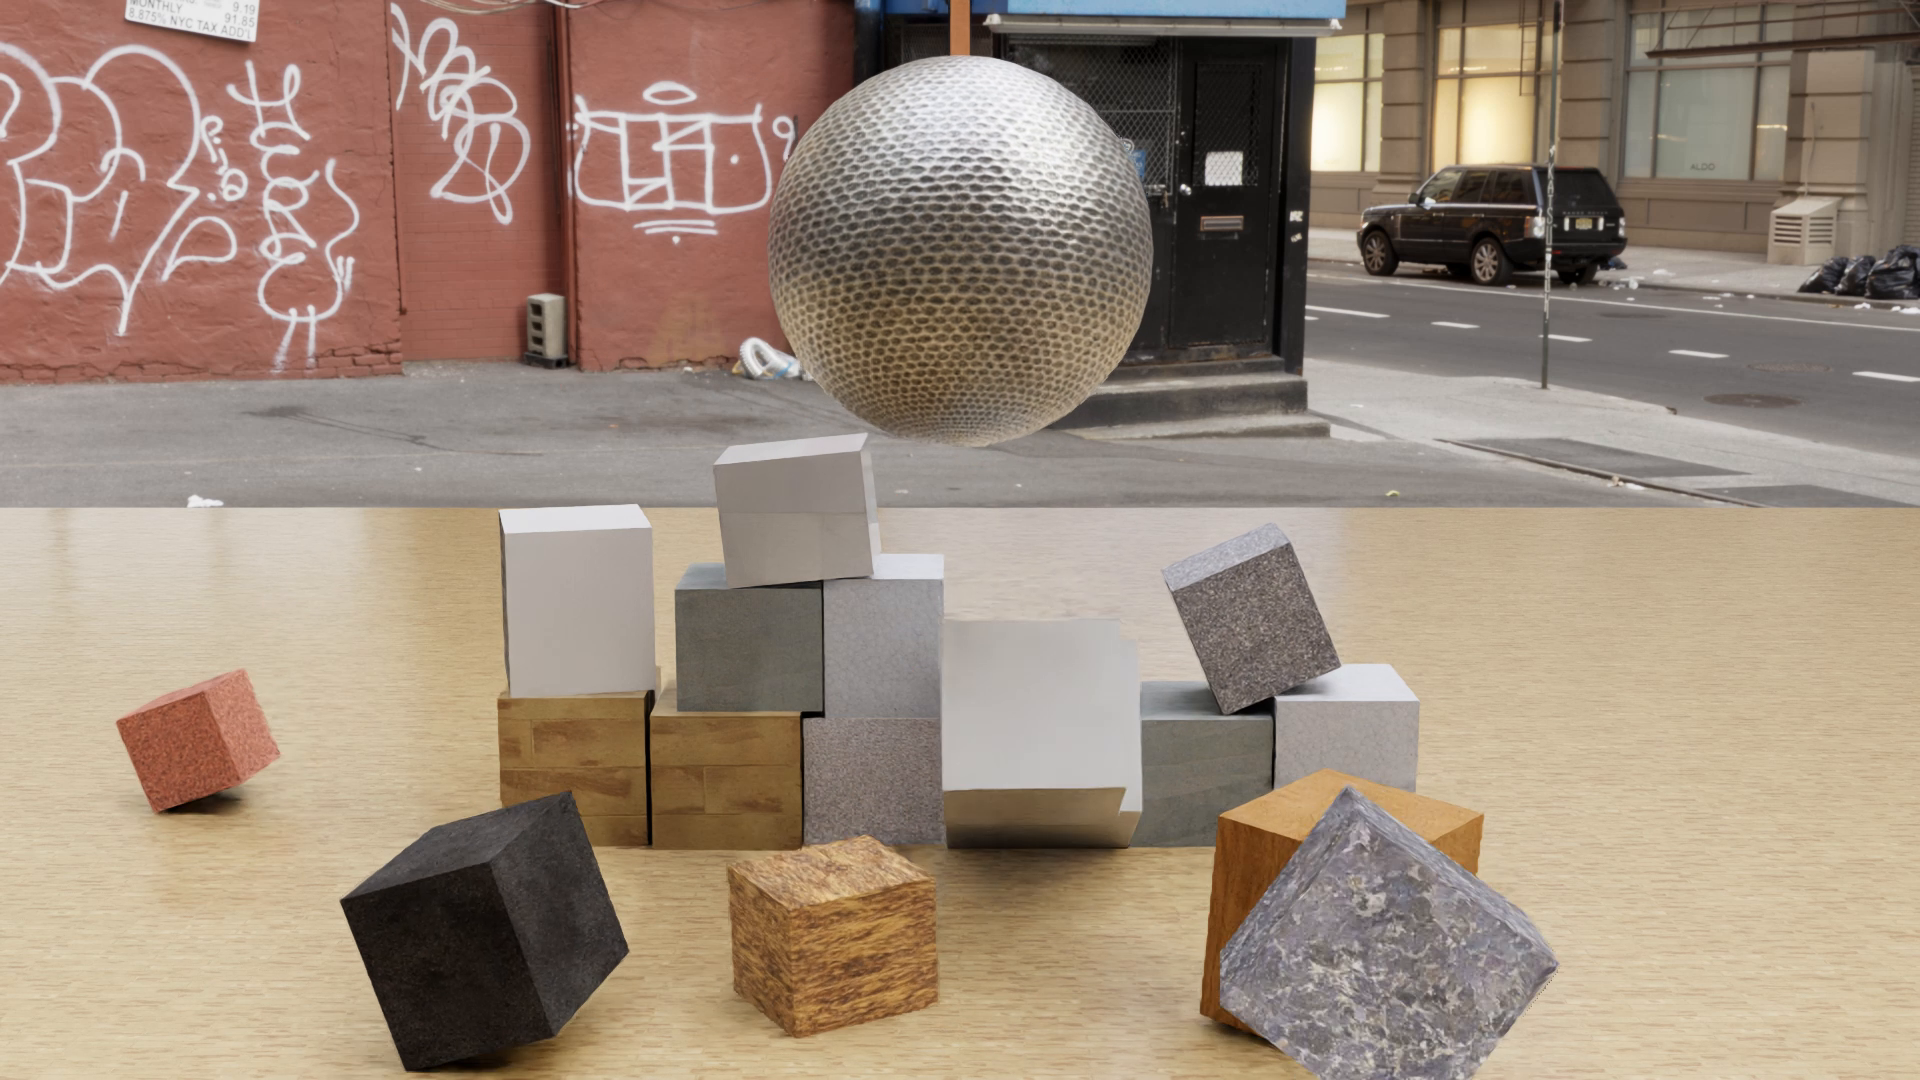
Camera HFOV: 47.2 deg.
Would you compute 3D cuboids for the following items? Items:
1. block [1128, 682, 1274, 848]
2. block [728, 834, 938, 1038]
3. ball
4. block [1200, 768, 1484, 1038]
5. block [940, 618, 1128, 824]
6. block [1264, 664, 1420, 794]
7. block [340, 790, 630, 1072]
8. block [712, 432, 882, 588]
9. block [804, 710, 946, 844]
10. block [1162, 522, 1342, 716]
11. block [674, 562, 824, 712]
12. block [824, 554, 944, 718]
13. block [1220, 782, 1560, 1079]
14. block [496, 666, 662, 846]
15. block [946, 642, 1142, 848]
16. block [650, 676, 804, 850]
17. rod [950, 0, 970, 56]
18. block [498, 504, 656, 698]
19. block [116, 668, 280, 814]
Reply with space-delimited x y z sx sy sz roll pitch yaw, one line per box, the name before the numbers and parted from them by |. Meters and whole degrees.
block | 1.206 1.150 11.399 0.710 0.659 0.796 0 10 0
block | -0.523 1.623 9.049 0.652 0.557 0.579 -9 14 -29
ball | 0.000 -1.183 9.084 1.600 1.600 1.600 0 10 0
block | 1.532 1.498 8.818 0.725 0.842 0.848 14 16 37
block | 0.313 0.826 9.854 0.786 0.746 0.778 -1 -18 0
block | 1.927 1.104 11.363 0.710 0.763 0.784 0 10 0
block | -1.844 1.521 8.640 0.644 0.717 0.806 -16 9 15
block | -0.812 -0.158 11.147 0.728 0.622 0.664 -5 10 2
block | -0.430 1.153 11.403 0.710 0.652 0.695 0 10 0
block | 1.479 0.393 11.236 0.638 0.691 0.596 -23 9 4
block | -1.050 0.487 11.276 0.726 0.622 0.707 0 10 0
block | -0.381 0.482 11.282 0.592 0.711 0.669 0 10 0
block | 1.412 1.404 7.396 0.769 0.757 0.745 36 6 4
block | -1.942 1.103 11.350 0.729 0.768 0.695 0 10 -1
block | 0.388 1.013 10.713 0.906 0.808 0.971 0 -18 0
block | -1.167 1.138 11.370 0.746 0.692 0.842 0 10 0
rod | 0.000 -4.552 9.538 0.080 5.200 0.080 0 -8 0
block | -1.971 0.299 11.295 0.721 0.834 0.722 -3 11 -14
block | -4.079 1.069 11.802 0.524 0.528 0.529 -19 8 8
